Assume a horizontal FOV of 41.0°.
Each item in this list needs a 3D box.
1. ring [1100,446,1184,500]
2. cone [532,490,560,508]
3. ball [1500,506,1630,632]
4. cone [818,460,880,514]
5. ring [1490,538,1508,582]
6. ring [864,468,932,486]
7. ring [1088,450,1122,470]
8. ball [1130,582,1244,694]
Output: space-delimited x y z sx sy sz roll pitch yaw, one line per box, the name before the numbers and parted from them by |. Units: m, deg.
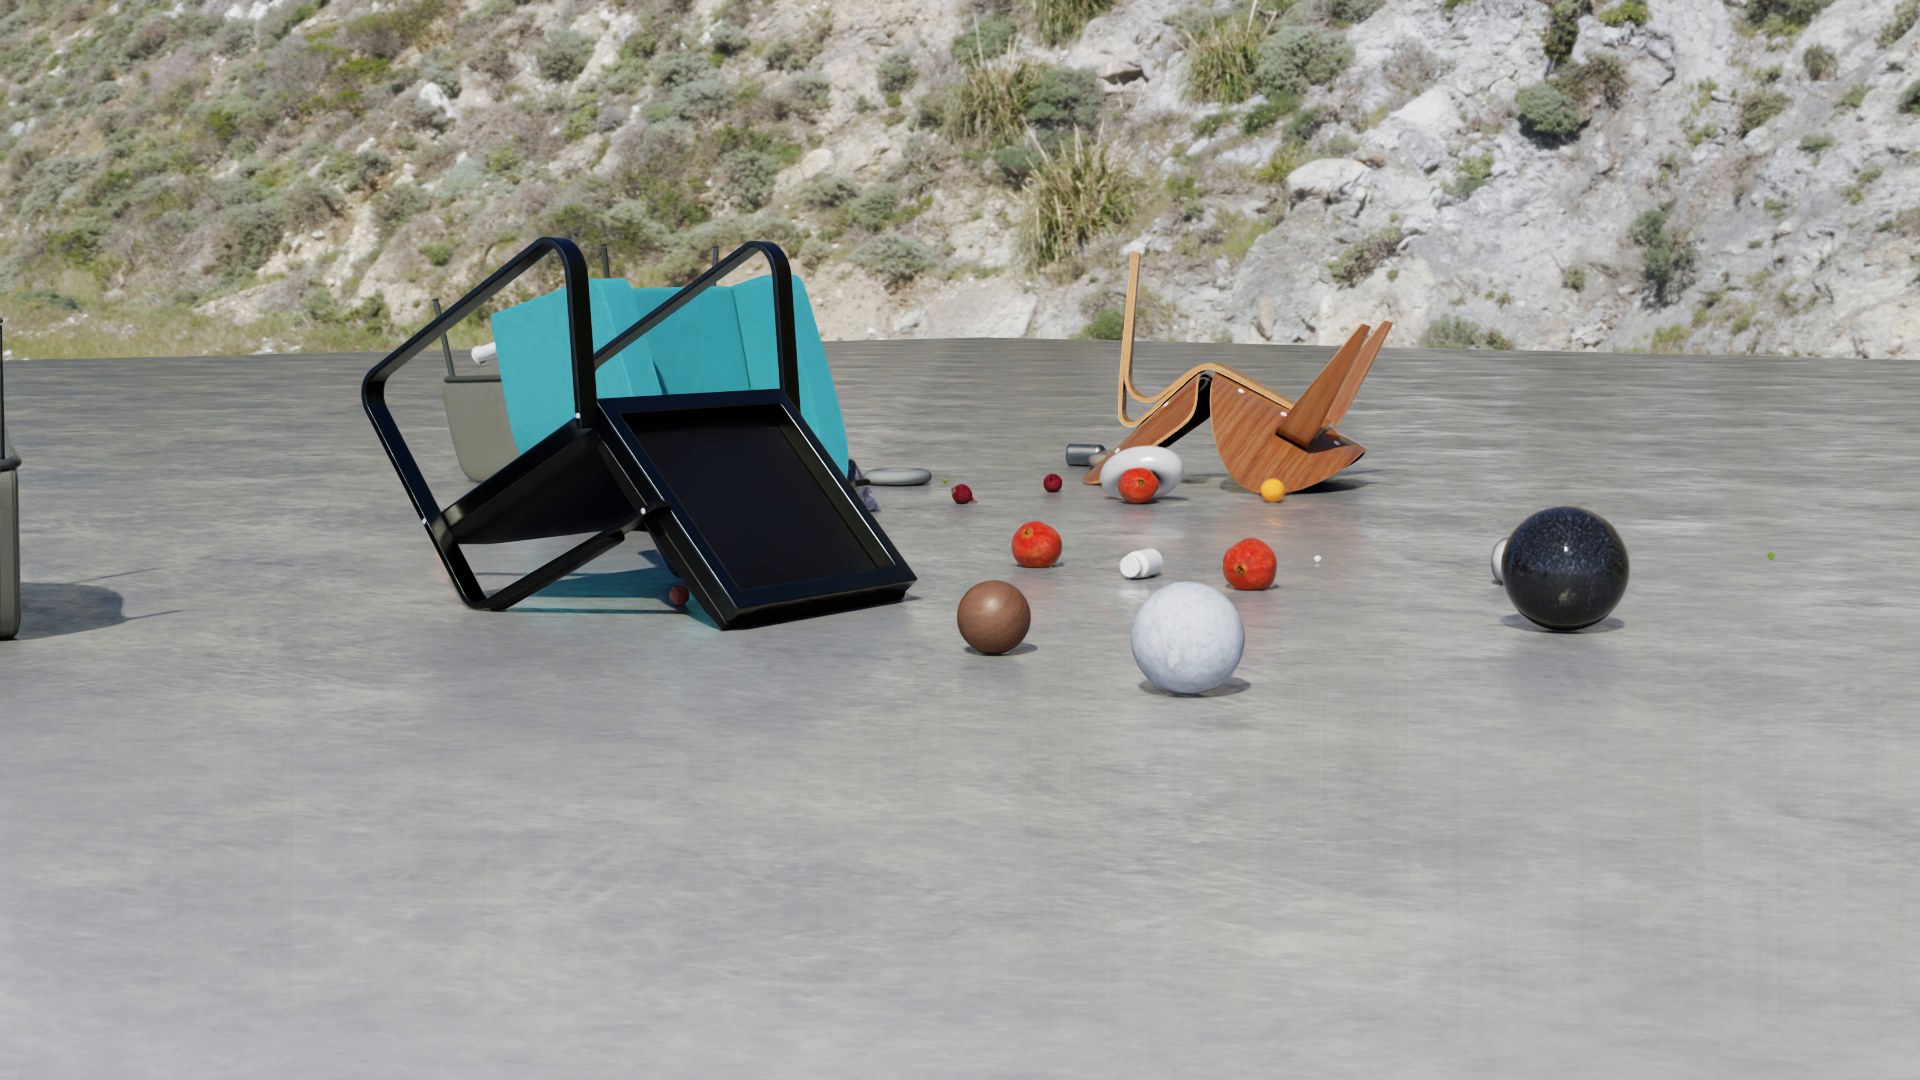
ring | 0.534 -0.195 7.536 0.255 0.175 0.093 -11 45 20
cone | -1.166 -0.107 7.333 0.085 0.049 0.086 -2 22 -31
ball | 1.124 0.052 4.764 0.234 0.234 0.234 0 6 0
cone | -0.282 -0.116 7.177 0.154 0.168 0.197 29 -17 -24
ring | 1.243 0.041 5.545 0.288 0.098 0.110 -5 5 -43
ring | -0.198 -0.201 8.129 0.219 0.048 0.212 -2 5 -10
ring | 0.555 -0.264 8.687 0.218 0.060 0.352 -3 7 -20
ball | 0.358 0.154 4.042 0.179 0.179 0.179 0 6 0
